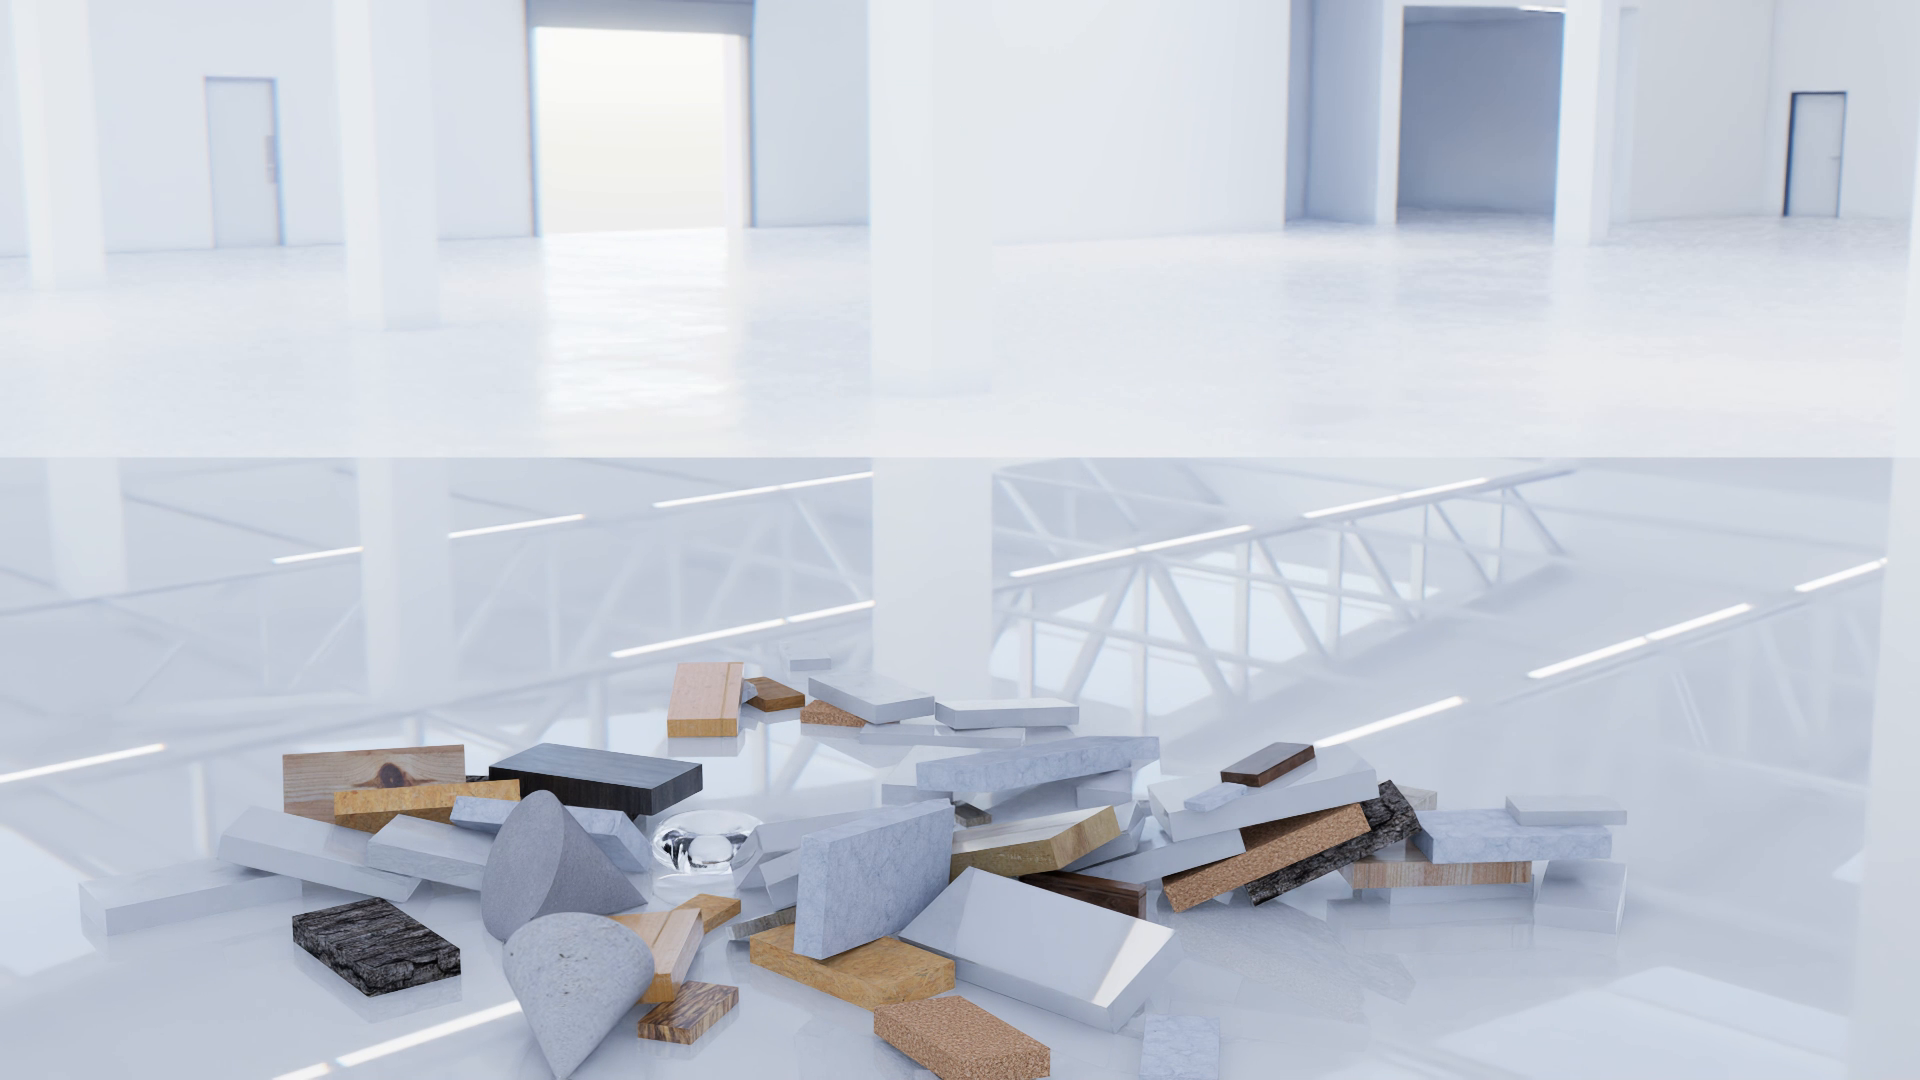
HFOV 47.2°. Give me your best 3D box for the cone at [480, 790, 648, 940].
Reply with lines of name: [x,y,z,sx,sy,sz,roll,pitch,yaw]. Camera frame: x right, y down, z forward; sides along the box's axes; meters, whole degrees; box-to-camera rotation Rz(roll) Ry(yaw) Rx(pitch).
cone: [-0.604,0.556,3.555,0.243,0.243,0.243,25,-5,-34]

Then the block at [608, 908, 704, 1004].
block: [-0.480,0.625,3.297,0.148,0.042,0.295,-6,8,3]

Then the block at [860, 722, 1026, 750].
block: [-0.036,0.408,4.583,0.337,0.023,0.083,1,11,7]

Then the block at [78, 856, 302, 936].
block: [-1.267,0.576,3.624,0.315,0.045,0.157,-8,13,-35]

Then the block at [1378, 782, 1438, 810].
block: [0.769,0.501,4.052,0.126,0.036,0.252,7,13,35]

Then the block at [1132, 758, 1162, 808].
block: [0.349,0.454,4.112,0.054,0.015,0.286,-2,9,4]

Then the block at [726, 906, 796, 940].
block: [-0.288,0.594,3.445,0.151,0.021,0.076,-15,-6,-16]

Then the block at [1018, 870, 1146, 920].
block: [0.191,0.579,3.446,0.206,0.103,0.029,6,12,28]

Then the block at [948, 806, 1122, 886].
block: [0.069,0.501,3.557,0.349,0.049,0.175,-16,2,40]

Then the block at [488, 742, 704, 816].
block: [-0.673,0.440,4.068,0.352,0.050,0.176,5,12,24]

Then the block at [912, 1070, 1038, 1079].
block: [0.015,0.725,2.877,0.163,0.023,0.081,2,11,8]

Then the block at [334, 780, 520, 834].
block: [-0.930,0.485,3.849,0.310,0.044,0.155,-3,-33,-14]

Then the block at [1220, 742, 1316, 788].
block: [0.508,0.370,3.628,0.077,0.022,0.155,0,14,46]

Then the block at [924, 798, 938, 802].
block: [-0.093,0.498,3.831,0.080,0.023,0.160,-8,-26,-20]

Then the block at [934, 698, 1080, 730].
block: [0.099,0.368,4.678,0.276,0.039,0.138,0,4,-19]

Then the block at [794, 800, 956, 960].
block: [-0.127,0.515,3.365,0.050,0.176,0.352,8,7,31]

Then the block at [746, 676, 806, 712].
block: [-0.435,0.344,4.917,0.097,0.028,0.194,-7,12,-31]

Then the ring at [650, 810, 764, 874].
ring: [-0.434,0.525,3.830,0.210,0.070,0.210,1,11,0]

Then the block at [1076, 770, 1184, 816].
block: [0.376,0.479,4.123,0.279,0.039,0.138,3,10,30]

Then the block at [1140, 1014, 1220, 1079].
block: [0.300,0.701,2.992,0.103,0.029,0.206,1,11,7]

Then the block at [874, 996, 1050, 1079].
block: [-0.001,0.681,2.993,0.134,0.038,0.267,-2,5,-27]

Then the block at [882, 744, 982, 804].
block: [-0.051,0.458,4.274,0.138,0.039,0.276,2,11,12]

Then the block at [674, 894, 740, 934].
block: [-0.423,0.605,3.528,0.076,0.021,0.151,5,12,24]

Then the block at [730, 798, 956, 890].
block: [-0.197,0.511,3.701,0.345,0.049,0.172,-5,-26,-25]

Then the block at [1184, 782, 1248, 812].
block: [0.409,0.412,3.523,0.096,0.014,0.048,-18,12,-37]

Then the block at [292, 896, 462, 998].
block: [-0.900,0.623,3.381,0.146,0.041,0.292,-8,13,-37]

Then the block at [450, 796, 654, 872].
block: [-0.698,0.503,3.765,0.310,0.044,0.155,3,-30,16]

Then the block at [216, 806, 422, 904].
block: [-1.062,0.525,3.688,0.315,0.045,0.157,14,10,-3]

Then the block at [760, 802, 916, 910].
block: [-0.188,0.512,3.561,0.267,0.038,0.134,-21,-24,-9]

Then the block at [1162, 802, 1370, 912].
block: [0.498,0.500,3.638,0.344,0.049,0.172,-24,9,6]

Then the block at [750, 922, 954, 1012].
block: [-0.164,0.635,3.311,0.295,0.042,0.148,10,15,44]

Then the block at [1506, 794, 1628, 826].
block: [1.014,0.452,3.682,0.178,0.025,0.089,0,11,-1]

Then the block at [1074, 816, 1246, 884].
block: [0.294,0.517,3.647,0.344,0.049,0.172,-17,9,5]

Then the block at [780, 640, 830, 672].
block: [-0.373,0.277,5.280,0.097,0.028,0.194,-2,11,-12]

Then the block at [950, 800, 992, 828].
block: [0.007,0.507,4.074,0.054,0.015,0.109,-6,12,-30]

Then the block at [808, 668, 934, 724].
block: [-0.194,0.337,4.767,0.146,0.041,0.292,-7,12,-32]

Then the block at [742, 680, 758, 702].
block: [-0.524,0.334,4.899,0.083,0.023,0.166,-29,23,-23]

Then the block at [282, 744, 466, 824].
block: [-1.047,0.455,3.946,0.315,0.158,0.045,-2,-8,-12]

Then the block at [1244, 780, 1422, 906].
block: [0.605,0.502,3.656,0.300,0.042,0.150,-25,12,2]

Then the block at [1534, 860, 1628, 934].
block: [1.023,0.582,3.617,0.126,0.036,0.252,4,11,20]

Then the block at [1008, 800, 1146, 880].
block: [0.169,0.510,3.627,0.267,0.038,0.134,-21,9,16]

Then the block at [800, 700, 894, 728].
block: [-0.237,0.376,4.746,0.194,0.028,0.097,3,11,15]

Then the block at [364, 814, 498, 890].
block: [-0.818,0.534,3.684,0.310,0.044,0.155,12,10,2]

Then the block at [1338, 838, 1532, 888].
block: [0.782,0.532,3.671,0.300,0.042,0.150,-1,11,-6]

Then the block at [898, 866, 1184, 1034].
block: [0.116,0.604,3.273,0.409,0.049,0.175,10,38,42]

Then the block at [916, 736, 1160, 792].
block: [0.156,0.425,4.202,0.176,0.050,0.506,-4,-1,43]

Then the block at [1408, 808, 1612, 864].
block: [0.912,0.490,3.662,0.300,0.042,0.150,-1,11,-5]

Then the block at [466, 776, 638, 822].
block: [-0.775,0.489,4.077,0.349,0.049,0.175,1,11,5]

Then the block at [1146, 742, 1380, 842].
block: [0.494,0.412,3.610,0.344,0.049,0.172,-11,10,-5]

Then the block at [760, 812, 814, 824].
block: [-0.249,0.525,3.959,0.230,0.023,0.080,4,11,22]

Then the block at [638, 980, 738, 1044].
block: [-0.388,0.675,3.147,0.081,0.023,0.163,4,11,18]

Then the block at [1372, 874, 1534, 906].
block: [0.819,0.567,3.696,0.252,0.036,0.126,-2,11,-11]

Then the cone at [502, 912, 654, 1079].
cone: [-0.535,0.663,3.013,0.214,0.214,0.214,0,37,-1]

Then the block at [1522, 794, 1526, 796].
block: [1.053,0.509,4.037,0.089,0.025,0.178,6,12,28]

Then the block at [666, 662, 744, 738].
block: [-0.547,0.342,4.746,0.146,0.041,0.292,-1,21,-2]
